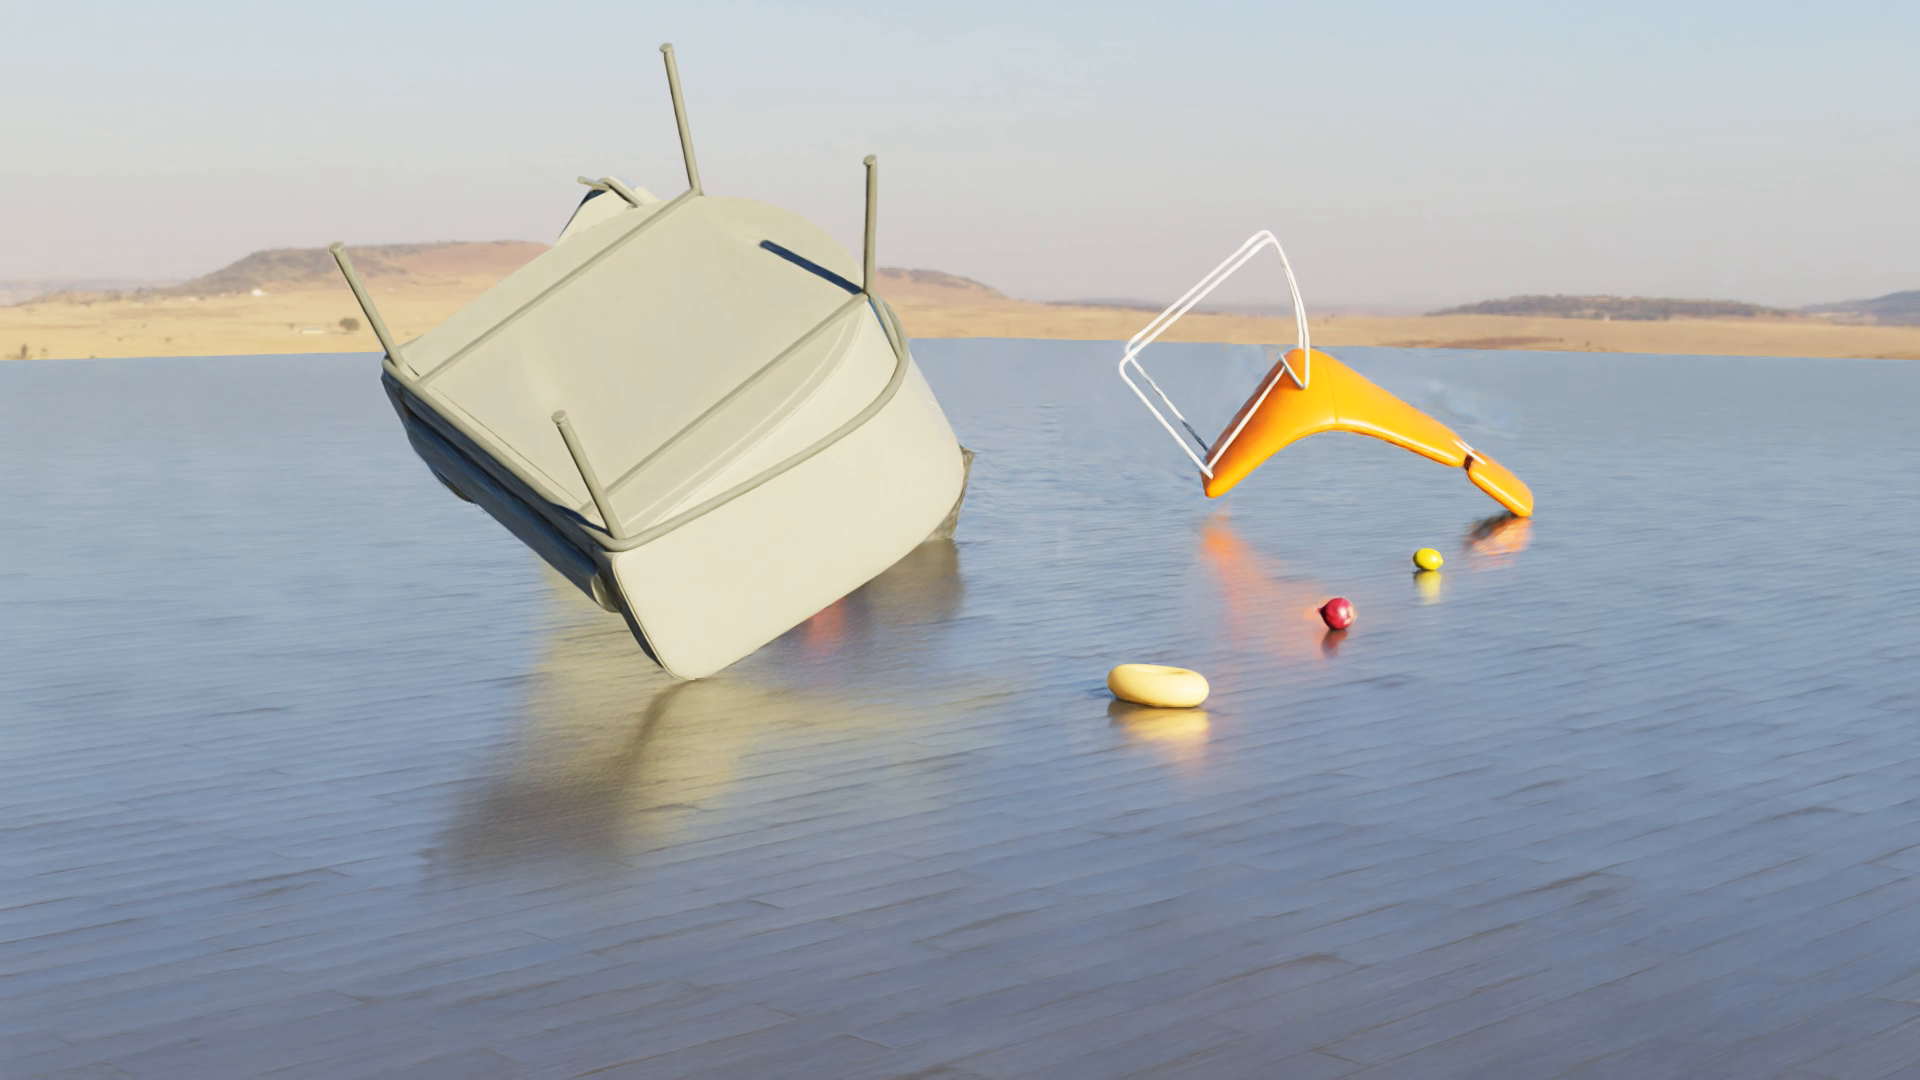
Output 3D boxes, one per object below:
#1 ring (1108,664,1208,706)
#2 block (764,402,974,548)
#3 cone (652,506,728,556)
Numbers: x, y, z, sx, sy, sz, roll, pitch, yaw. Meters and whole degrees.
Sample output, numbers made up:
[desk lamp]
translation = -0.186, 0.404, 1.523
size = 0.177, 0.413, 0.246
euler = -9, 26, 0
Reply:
[ring]
translation = 0.306, 0.226, 3.983
size = 0.112, 0.049, 0.196
euler = -3, 6, -39
[block]
translation = -0.226, -0.167, 6.395
size = 0.334, 0.231, 0.353
euler = -6, 27, -46
[cone]
translation = -0.624, 0.005, 6.078
size = 0.190, 0.074, 0.194
euler = -3, -31, -43
